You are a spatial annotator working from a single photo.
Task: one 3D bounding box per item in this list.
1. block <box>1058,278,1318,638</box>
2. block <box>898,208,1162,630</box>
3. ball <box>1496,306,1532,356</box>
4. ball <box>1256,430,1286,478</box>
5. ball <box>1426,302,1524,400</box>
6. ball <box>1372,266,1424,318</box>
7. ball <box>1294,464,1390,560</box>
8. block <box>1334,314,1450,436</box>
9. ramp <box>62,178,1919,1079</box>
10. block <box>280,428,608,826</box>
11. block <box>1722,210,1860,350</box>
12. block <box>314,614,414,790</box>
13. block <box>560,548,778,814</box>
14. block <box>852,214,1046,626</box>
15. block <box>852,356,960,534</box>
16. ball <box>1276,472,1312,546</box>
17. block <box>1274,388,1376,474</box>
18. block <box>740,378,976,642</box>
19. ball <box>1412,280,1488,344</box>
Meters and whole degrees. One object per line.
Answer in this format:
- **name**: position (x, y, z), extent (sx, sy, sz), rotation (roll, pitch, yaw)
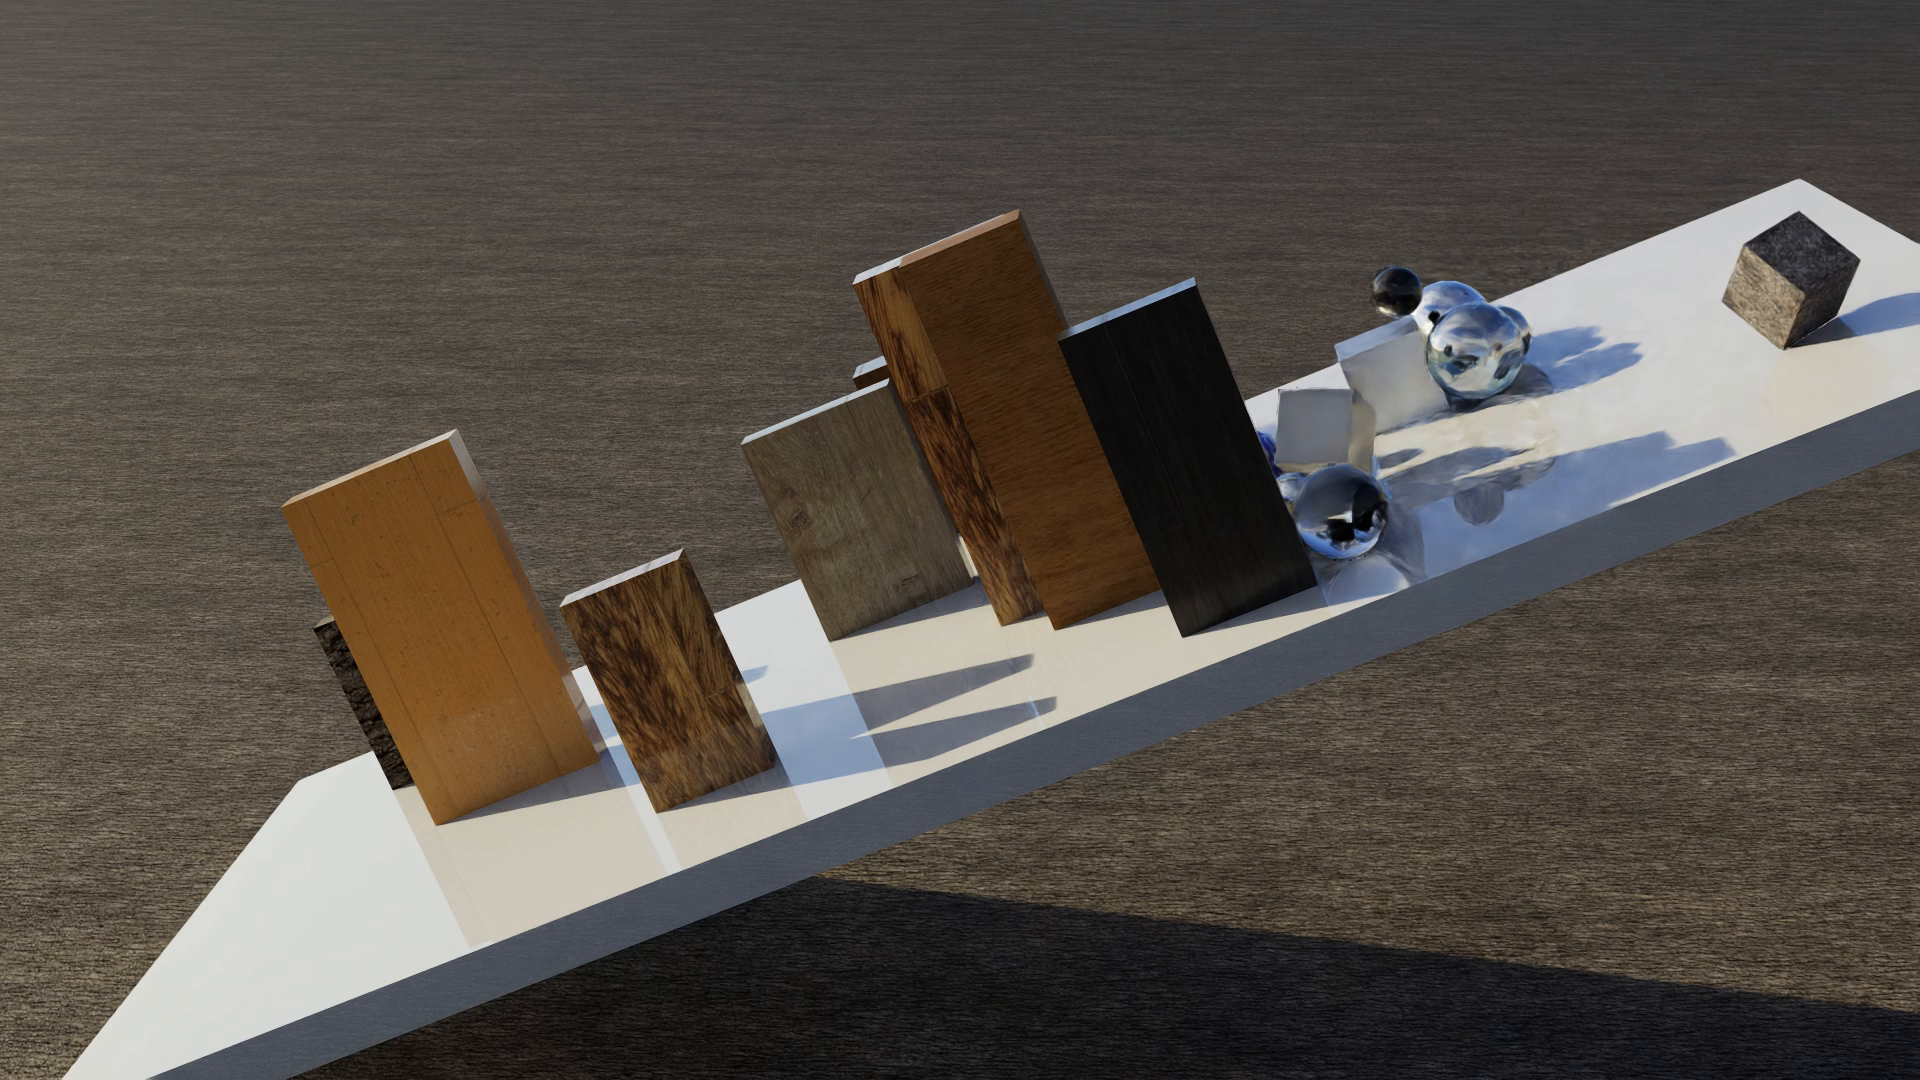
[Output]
- **block**: position (0.422, -0.150, 5.441), extent (0.271, 0.607, 0.090), rotation (-22, 12, 8)
- **block**: position (0.154, -0.237, 5.862), extent (0.252, 0.794, 0.143), rotation (-22, 12, 8)
- **ball**: position (1.173, -0.442, 6.398), extent (0.137, 0.137, 0.137), rotation (0, 14, 0)
- **ball**: position (0.599, -0.148, 6.143), extent (0.167, 0.167, 0.167), rotation (0, 14, 0)
- **ball**: position (1.085, -0.398, 6.201), extent (0.206, 0.206, 0.206), rotation (0, 14, 0)
- **ball**: position (0.945, -0.535, 6.354), extent (0.111, 0.111, 0.111), rotation (0, 14, 0)
- **ball**: position (0.712, -0.052, 5.491), extent (0.177, 0.177, 0.177), rotation (0, 14, 0)
- **block**: position (0.934, -0.356, 6.369), extent (0.182, 0.182, 0.182), rotation (-21, 12, 9)
- **ramp**: position (0.128, 0.172, 6.287), extent (4.000, 0.100, 2.000), rotation (-22, 12, 8)
- **block**: position (-1.118, 0.195, 6.404), extent (0.401, 0.780, 0.095), rotation (-22, 12, 8)
- **block**: position (1.596, -0.499, 5.655), extent (0.159, 0.159, 0.159), rotation (-30, 60, -25)
- **block**: position (-1.226, 0.309, 6.940), extent (0.437, 0.431, 0.093), rotation (-22, 12, 8)
- **block**: position (-0.573, 0.279, 5.803), extent (0.255, 0.459, 0.084), rotation (-22, 12, 8)
- **block**: position (0.088, -0.243, 6.049), extent (0.327, 0.775, 0.124), rotation (-22, 12, 8)
- **block**: position (-0.015, -0.263, 7.098), extent (0.326, 0.446, 0.148), rotation (-22, 12, 8)
- **ball**: position (0.655, -0.060, 5.718), extent (0.146, 0.146, 0.146), rotation (0, 14, 0)
- **block**: position (0.738, -0.208, 5.937), extent (0.153, 0.153, 0.153), rotation (0, -16, 26)
- **block**: position (-0.224, -0.064, 6.542), extent (0.352, 0.489, 0.080), rotation (-22, 12, 8)
- **ball**: position (1.086, -0.476, 6.550), extent (0.202, 0.202, 0.202), rotation (0, 14, 0)
